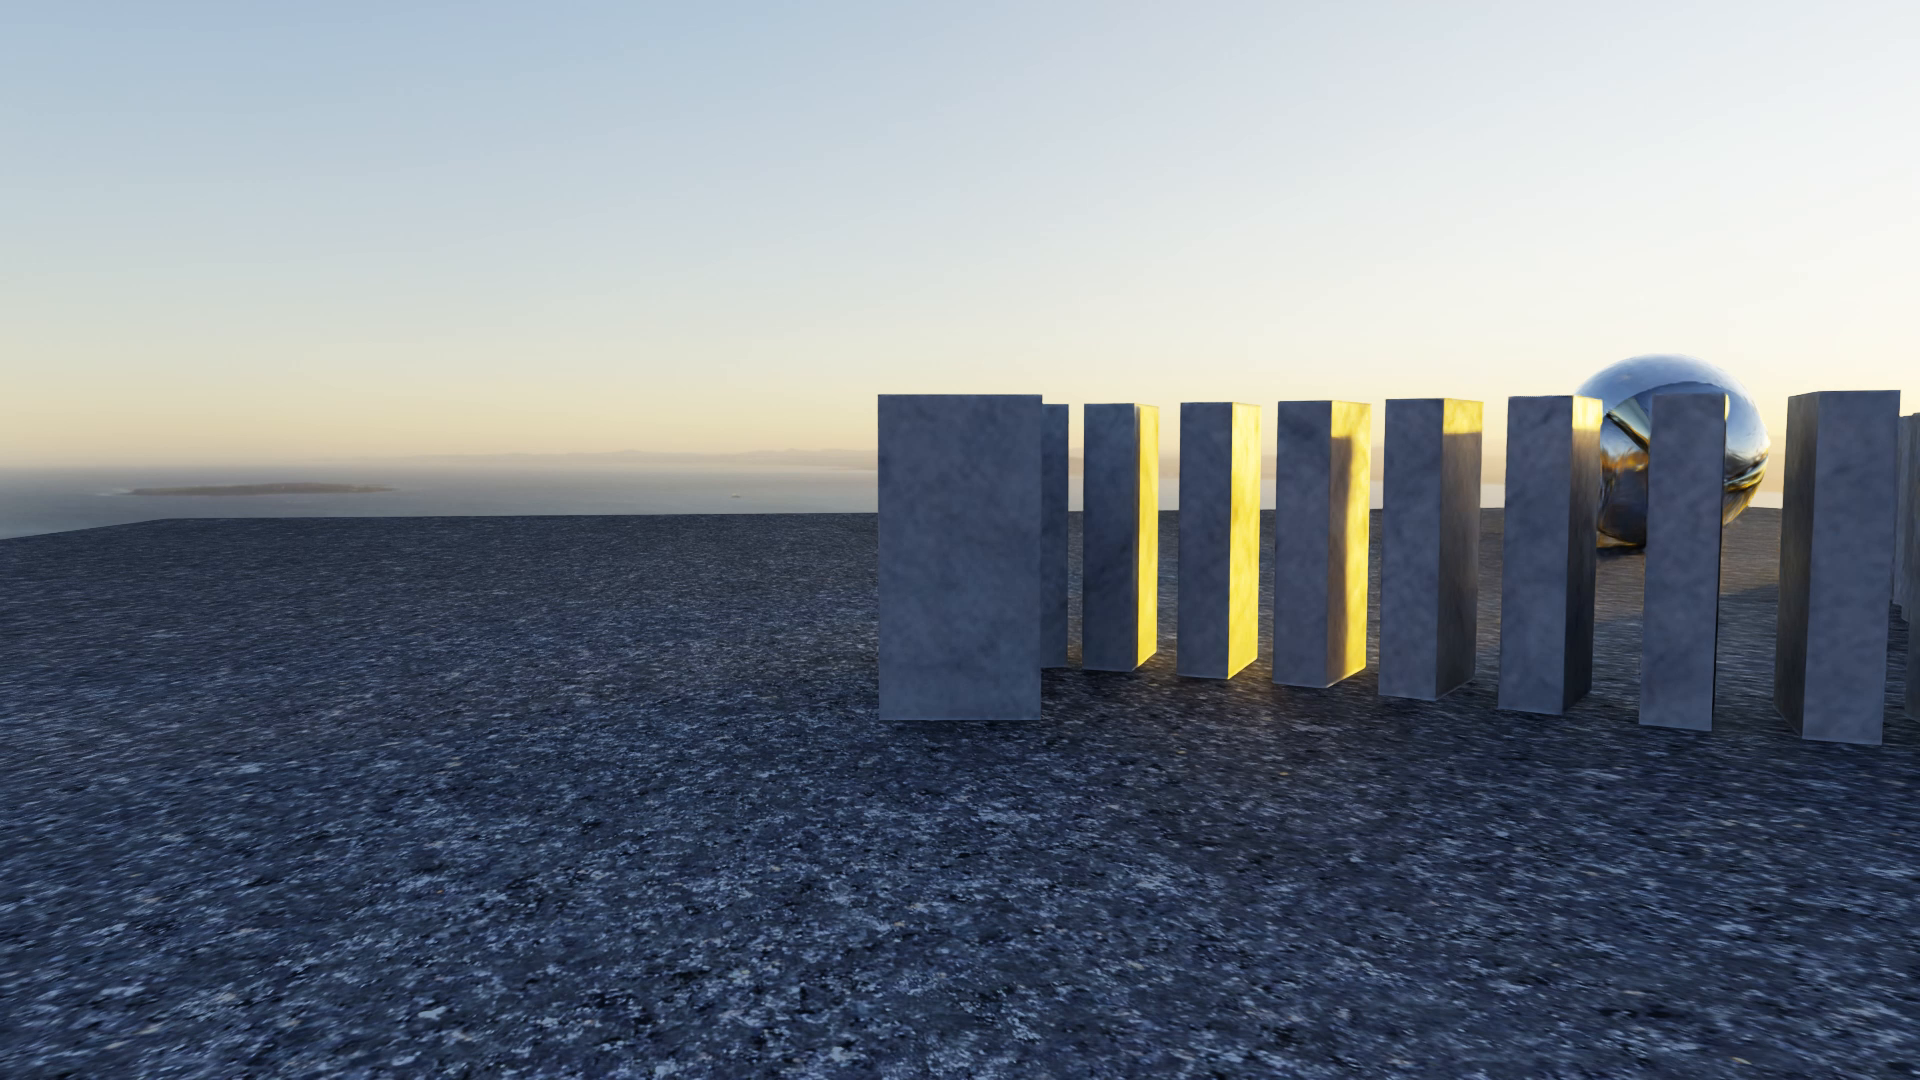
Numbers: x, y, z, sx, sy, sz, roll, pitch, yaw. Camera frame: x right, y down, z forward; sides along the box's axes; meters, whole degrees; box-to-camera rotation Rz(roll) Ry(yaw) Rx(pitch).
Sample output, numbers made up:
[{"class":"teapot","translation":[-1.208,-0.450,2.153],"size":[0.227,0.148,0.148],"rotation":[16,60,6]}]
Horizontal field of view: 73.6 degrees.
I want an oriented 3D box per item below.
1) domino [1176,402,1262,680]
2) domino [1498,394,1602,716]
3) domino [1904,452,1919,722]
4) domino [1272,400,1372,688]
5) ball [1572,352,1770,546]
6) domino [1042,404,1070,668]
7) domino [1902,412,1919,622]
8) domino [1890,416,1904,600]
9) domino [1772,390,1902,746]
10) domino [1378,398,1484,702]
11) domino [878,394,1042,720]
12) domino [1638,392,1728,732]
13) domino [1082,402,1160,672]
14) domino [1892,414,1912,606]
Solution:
[{"class":"domino","translation":[0.049,-0.001,0.244],"size":[0.009,0.050,0.025],"rotation":[2,5,25]},{"class":"domino","translation":[0.098,0.002,0.212],"size":[0.010,0.050,0.025],"rotation":[3,5,36]},{"class":"domino","translation":[0.149,0.004,0.186],"size":[0.010,0.050,0.025],"rotation":[1,4,16]},{"class":"domino","translation":[0.066,0.000,0.234],"size":[0.010,0.050,0.025],"rotation":[3,5,33]},{"class":"ball","translation":[0.288,-0.037,0.532],"size":[0.080,0.080,0.080],"rotation":[0,4,0]},{"class":"domino","translation":[0.013,-0.002,0.254],"size":[0.010,0.050,0.025],"rotation":[-1,4,-14]},{"class":"domino","translation":[0.239,-0.005,0.302],"size":[0.025,0.050,0.010],"rotation":[2,5,27]},{"class":"domino","translation":[0.264,-0.009,0.352],"size":[0.025,0.050,0.010],"rotation":[1,4,8]},{"class":"domino","translation":[0.131,0.003,0.193],"size":[0.010,0.050,0.025],"rotation":[2,5,24]},{"class":"domino","translation":[0.082,0.001,0.223],"size":[0.009,0.050,0.025],"rotation":[3,5,36]},{"class":"domino","translation":[0.000,0.002,0.201],"size":[0.025,0.050,0.010],"rotation":[0,4,0]},{"class":"domino","translation":[0.114,0.002,0.201],"size":[0.009,0.050,0.025],"rotation":[3,5,31]},{"class":"domino","translation":[0.032,-0.001,0.251],"size":[0.010,0.050,0.025],"rotation":[1,5,19]},{"class":"domino","translation":[0.260,-0.007,0.333],"size":[0.025,0.050,0.009],"rotation":[1,4,15]}]
